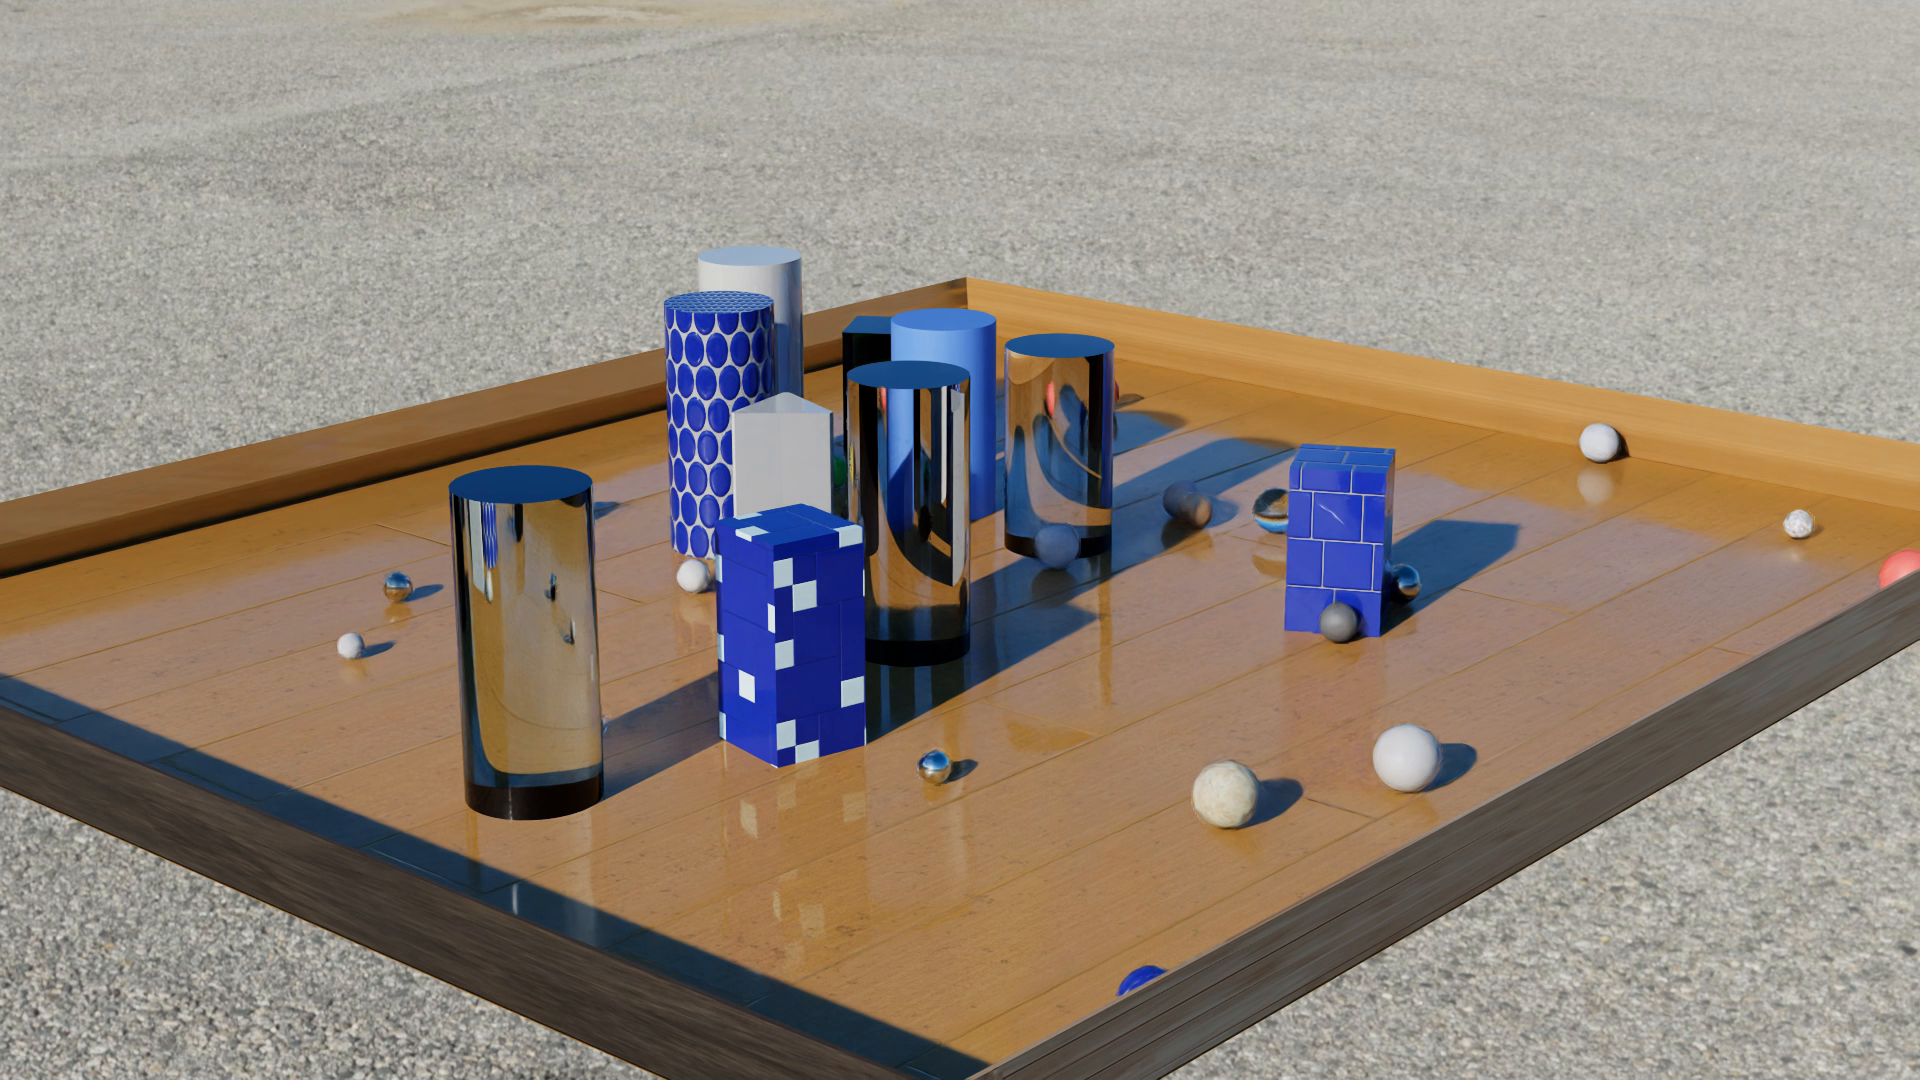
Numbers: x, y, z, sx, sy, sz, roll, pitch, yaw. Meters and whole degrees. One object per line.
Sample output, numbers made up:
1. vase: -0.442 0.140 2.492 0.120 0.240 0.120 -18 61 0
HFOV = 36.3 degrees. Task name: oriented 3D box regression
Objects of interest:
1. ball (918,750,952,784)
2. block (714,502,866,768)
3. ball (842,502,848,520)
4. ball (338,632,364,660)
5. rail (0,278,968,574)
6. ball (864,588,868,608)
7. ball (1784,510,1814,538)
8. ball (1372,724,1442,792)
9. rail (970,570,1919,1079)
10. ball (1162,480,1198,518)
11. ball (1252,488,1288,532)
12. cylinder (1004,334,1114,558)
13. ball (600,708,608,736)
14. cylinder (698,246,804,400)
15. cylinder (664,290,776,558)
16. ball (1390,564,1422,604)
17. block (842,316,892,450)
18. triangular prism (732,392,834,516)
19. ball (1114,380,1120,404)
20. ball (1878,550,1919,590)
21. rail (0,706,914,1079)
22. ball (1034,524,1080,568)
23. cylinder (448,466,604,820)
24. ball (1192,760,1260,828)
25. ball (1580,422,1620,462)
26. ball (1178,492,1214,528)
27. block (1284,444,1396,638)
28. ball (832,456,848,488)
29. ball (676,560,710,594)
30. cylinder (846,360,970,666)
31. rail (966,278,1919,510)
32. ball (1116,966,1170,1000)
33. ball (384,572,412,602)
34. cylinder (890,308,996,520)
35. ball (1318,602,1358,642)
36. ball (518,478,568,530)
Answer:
1. ball: -0.037 0.331 4.273 0.049 0.049 0.049 0 17 0
2. block: -0.254 0.140 4.394 0.160 0.344 0.160 -12 21 -35
3. ball: -0.187 -0.047 5.490 0.070 0.070 0.070 0 17 0
4. ball: -0.998 0.173 4.804 0.044 0.044 0.044 0 17 0
5. rail: -1.020 -0.223 5.968 0.045 0.130 3.211 14 22 39
6. ball: -0.185 0.101 5.025 0.056 0.056 0.056 0 17 0
7. ball: 1.562 -0.029 5.460 0.054 0.054 0.054 0 17 0
8. ball: 0.647 0.315 4.240 0.099 0.099 0.099 0 17 0
9. rail: 1.020 0.288 4.272 0.045 0.130 3.211 14 22 39
10. ball: 0.422 -0.077 5.587 0.072 0.072 0.072 0 17 0
11. ball: 0.591 -0.055 5.494 0.084 0.084 0.084 0 17 0
12. cylinder: 0.181 -0.173 5.378 0.200 0.376 0.200 0 17 0
13. ball: -0.559 0.277 4.446 0.052 0.052 0.052 0 17 0
14. cylinder: -0.404 -0.322 5.712 0.200 0.470 0.200 0 17 0
15. cylinder: -0.436 -0.212 5.370 0.200 0.456 0.200 0 17 0
16. ball: 0.765 0.077 5.081 0.070 0.070 0.070 0 17 0
17. block: -0.149 -0.324 6.096 0.160 0.251 0.160 3 17 9
18. triangular prism: -0.309 -0.091 5.210 0.173 0.316 0.150 0 17 0
19. ball: 0.307 -0.322 6.388 0.080 0.080 0.080 0 17 0
20. ball: 1.638 0.067 5.062 0.100 0.100 0.100 0 17 0
21. rail: -1.037 0.377 3.976 2.749 0.130 0.045 14 22 39
22. ball: 0.173 0.011 5.278 0.082 0.082 0.082 0 17 0
23. cylinder: -0.615 0.145 4.169 0.200 0.466 0.200 0 17 0
24. ball: 0.374 0.356 4.108 0.096 0.096 0.096 0 17 0
25. ball: 1.303 -0.199 5.978 0.081 0.081 0.081 0 17 0
26. ball: 0.444 -0.056 5.525 0.067 0.067 0.067 0 17 0
27. block: 0.644 -0.001 4.965 0.160 0.285 0.160 4 17 13
28. ball: -0.250 -0.135 5.794 0.063 0.063 0.063 0 17 0
29. ball: -0.467 0.063 5.143 0.059 0.059 0.059 0 17 0
30. cylinder: -0.083 -0.045 4.799 0.200 0.465 0.200 0 17 0
31. rail: 1.037 -0.312 6.263 2.749 0.130 0.045 14 22 39
32. ball: 0.228 0.549 3.491 0.083 0.083 0.083 0 17 0
33. ball: -0.977 0.081 5.098 0.051 0.051 0.051 0 17 0
34. cylinder: -0.031 -0.240 5.607 0.200 0.372 0.200 0 17 0
35. ball: 0.631 0.137 4.886 0.067 0.067 0.067 0 17 0
36. ball: -0.785 -0.068 5.516 0.096 0.096 0.096 0 17 0
